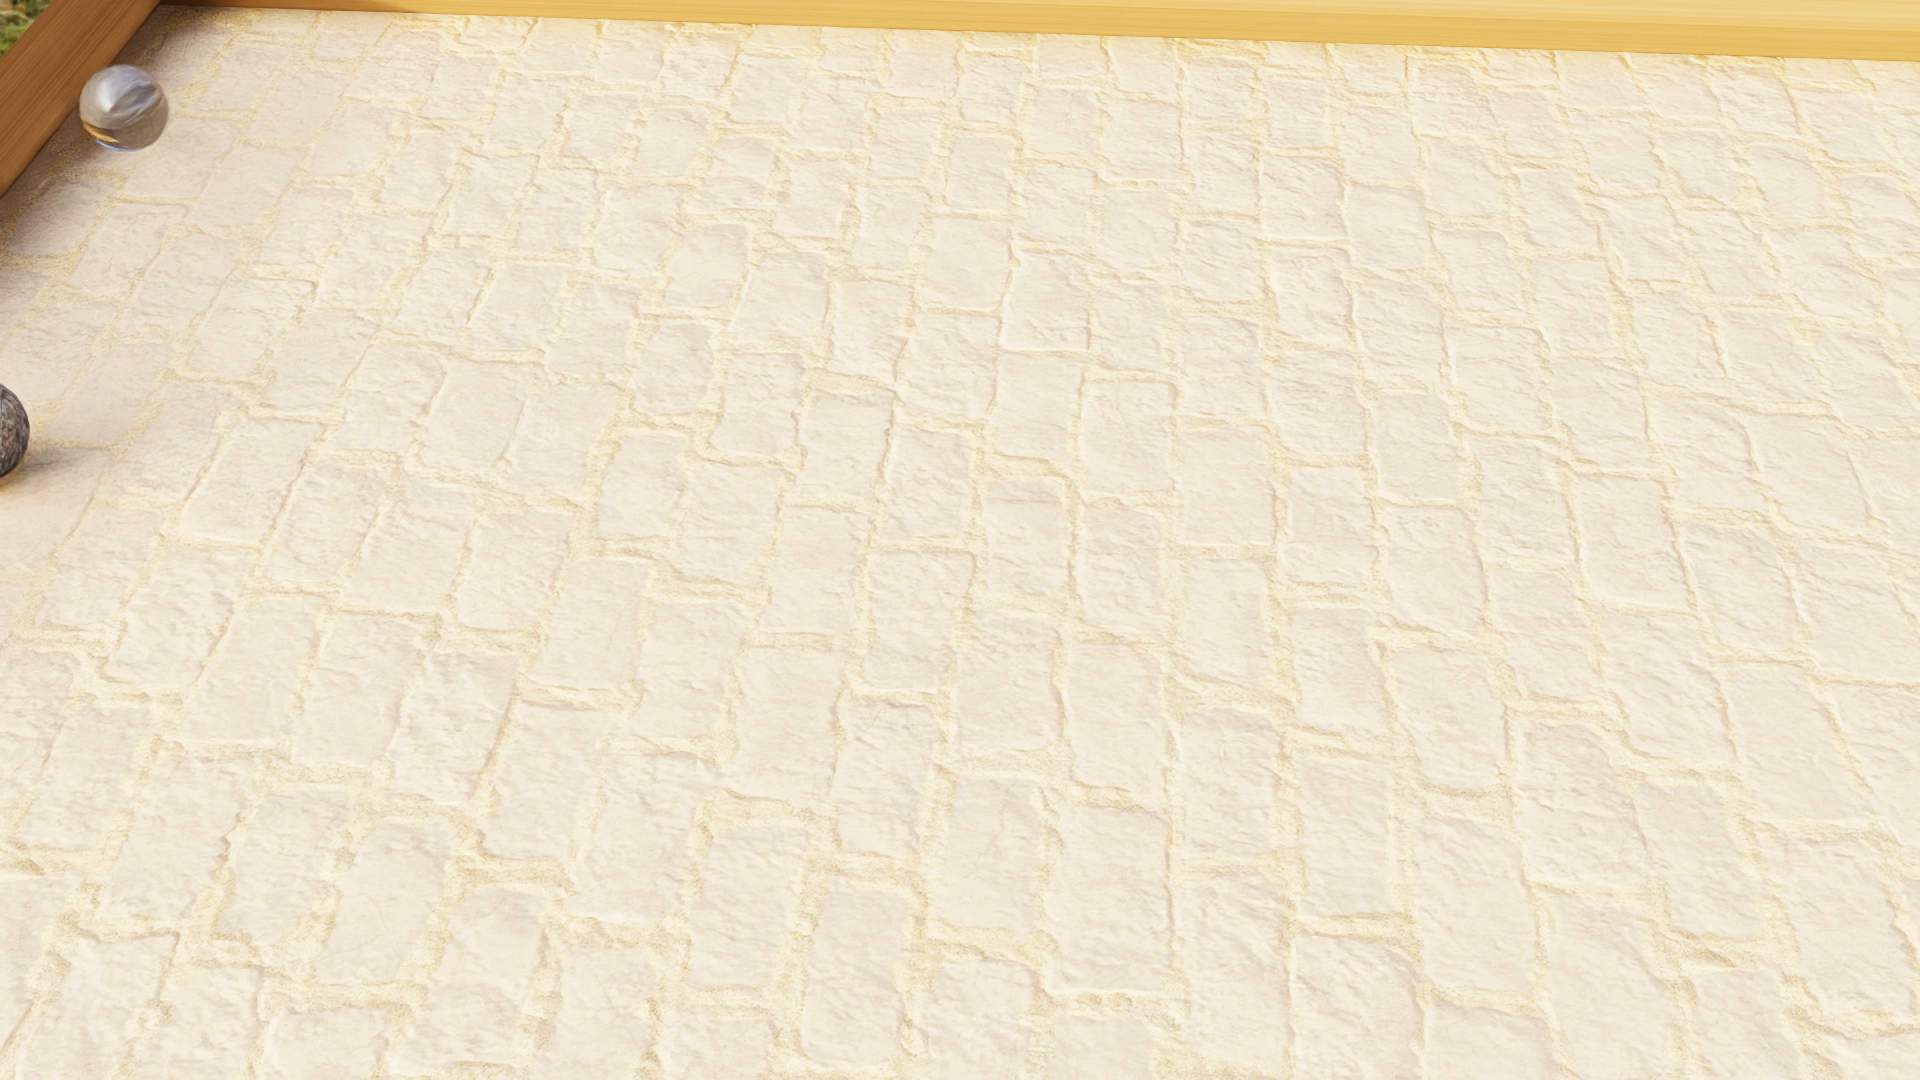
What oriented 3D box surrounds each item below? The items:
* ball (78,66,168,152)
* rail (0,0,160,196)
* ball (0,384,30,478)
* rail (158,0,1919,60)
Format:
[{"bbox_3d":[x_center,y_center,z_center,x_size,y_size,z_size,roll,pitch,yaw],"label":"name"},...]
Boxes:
[{"bbox_3d":[-0.751,-0.387,2.303,0.077,0.077,0.077,0,35,0],"label":"ball"},{"bbox_3d":[-0.857,-0.050,1.802,0.045,0.105,1.850,3,35,4],"label":"rail"},{"bbox_3d":[-0.720,-0.080,1.867,0.081,0.081,0.081,0,35,0],"label":"ball"},{"bbox_3d":[0.950,-0.492,2.426,3.531,0.105,0.045,3,35,4],"label":"rail"}]
